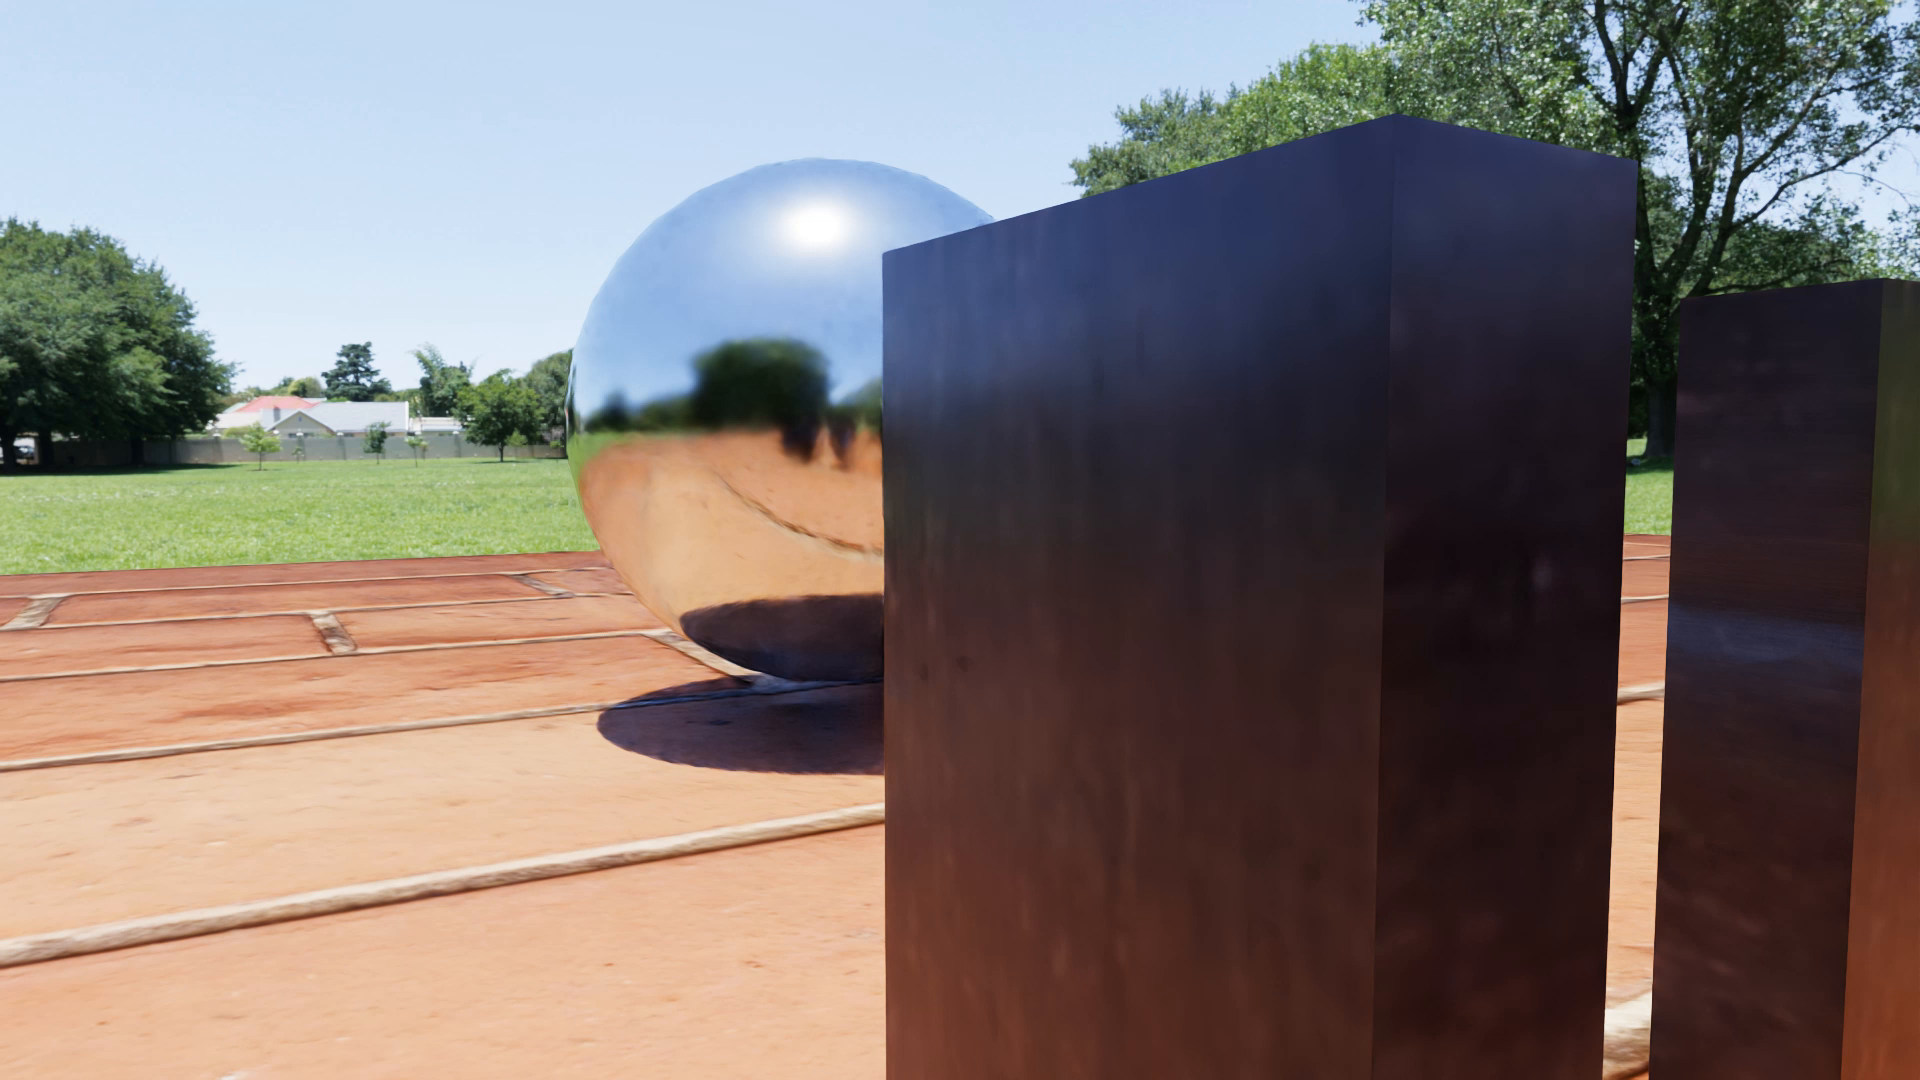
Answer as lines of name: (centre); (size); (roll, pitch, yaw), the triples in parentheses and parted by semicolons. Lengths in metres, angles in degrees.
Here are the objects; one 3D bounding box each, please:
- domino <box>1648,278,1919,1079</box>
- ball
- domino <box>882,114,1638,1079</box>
domino: (0.051, 0.012, 0.070); (0.025, 0.050, 0.010); (-2, 5, -28)
ball: (-0.020, -0.018, 0.200); (0.080, 0.080, 0.080); (0, 4, 0)
domino: (0.007, 0.014, 0.044); (0.010, 0.050, 0.025); (-3, 5, -31)
